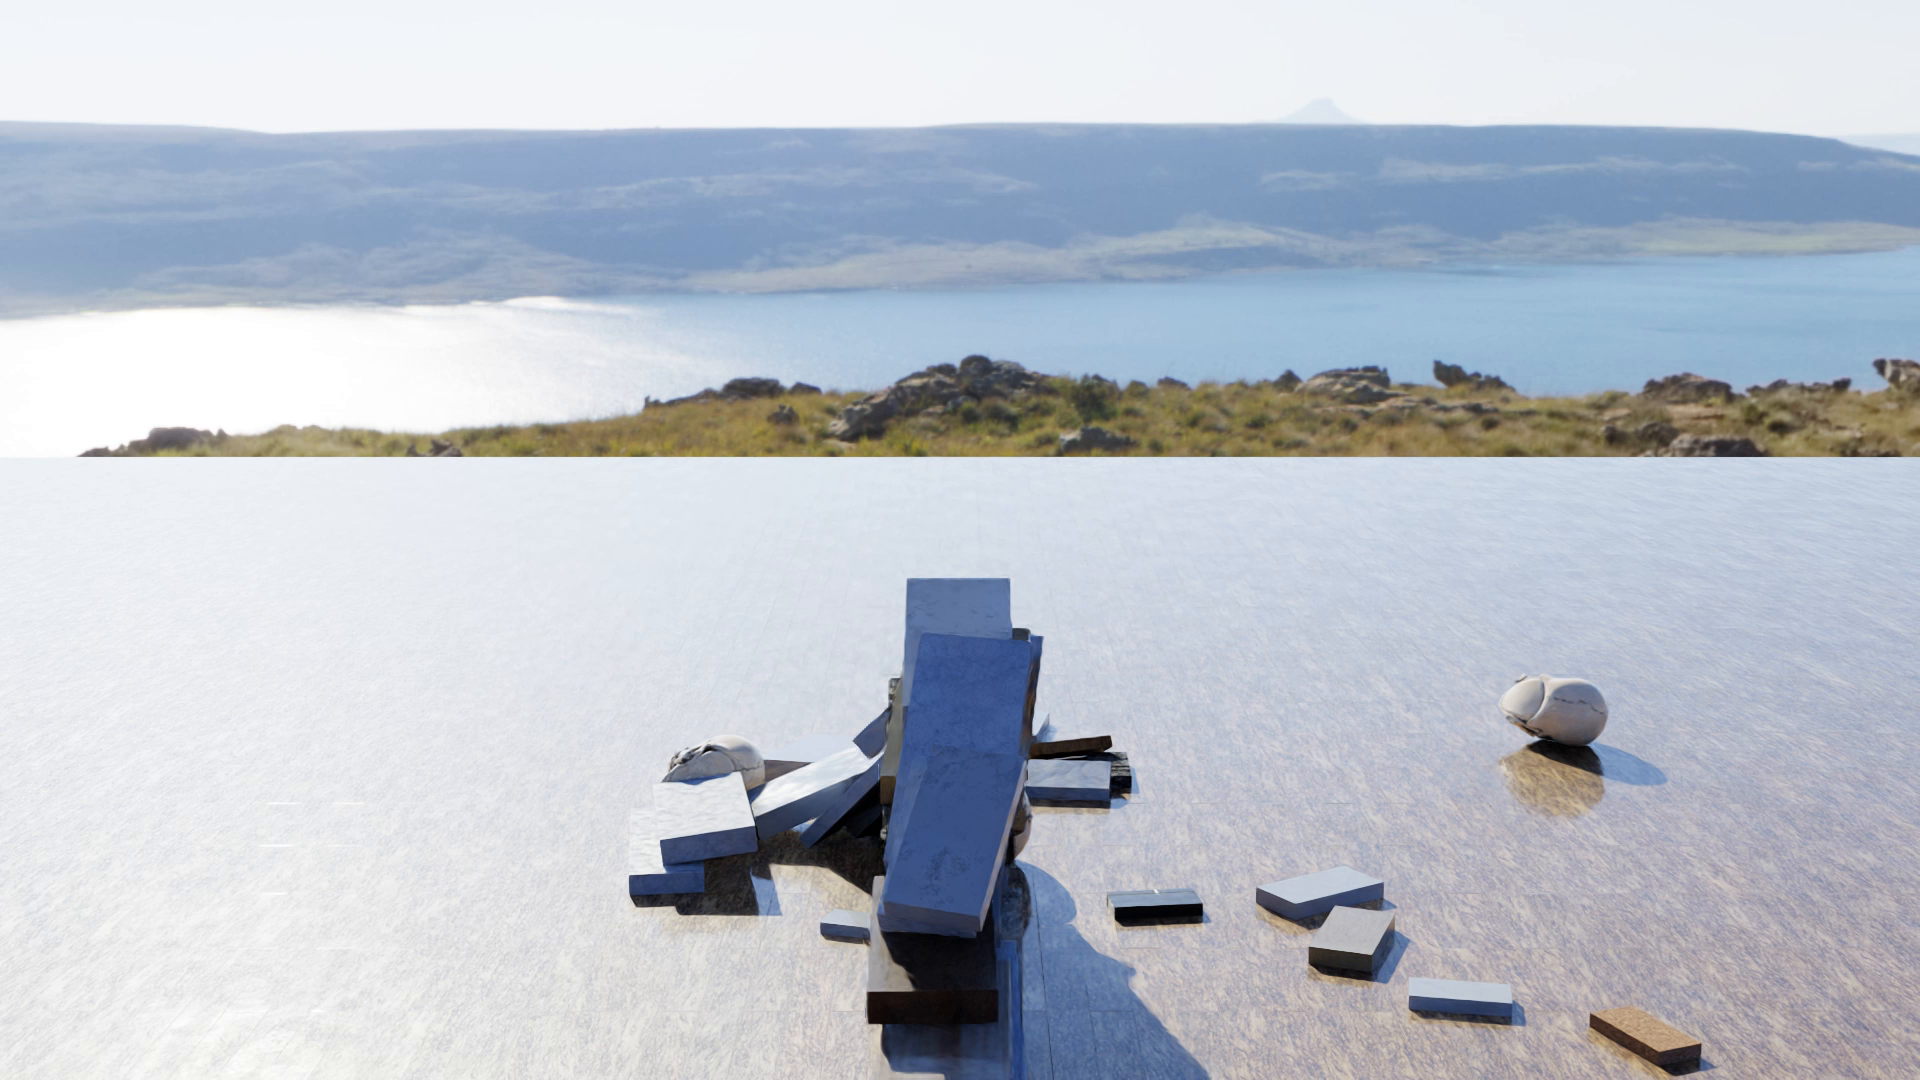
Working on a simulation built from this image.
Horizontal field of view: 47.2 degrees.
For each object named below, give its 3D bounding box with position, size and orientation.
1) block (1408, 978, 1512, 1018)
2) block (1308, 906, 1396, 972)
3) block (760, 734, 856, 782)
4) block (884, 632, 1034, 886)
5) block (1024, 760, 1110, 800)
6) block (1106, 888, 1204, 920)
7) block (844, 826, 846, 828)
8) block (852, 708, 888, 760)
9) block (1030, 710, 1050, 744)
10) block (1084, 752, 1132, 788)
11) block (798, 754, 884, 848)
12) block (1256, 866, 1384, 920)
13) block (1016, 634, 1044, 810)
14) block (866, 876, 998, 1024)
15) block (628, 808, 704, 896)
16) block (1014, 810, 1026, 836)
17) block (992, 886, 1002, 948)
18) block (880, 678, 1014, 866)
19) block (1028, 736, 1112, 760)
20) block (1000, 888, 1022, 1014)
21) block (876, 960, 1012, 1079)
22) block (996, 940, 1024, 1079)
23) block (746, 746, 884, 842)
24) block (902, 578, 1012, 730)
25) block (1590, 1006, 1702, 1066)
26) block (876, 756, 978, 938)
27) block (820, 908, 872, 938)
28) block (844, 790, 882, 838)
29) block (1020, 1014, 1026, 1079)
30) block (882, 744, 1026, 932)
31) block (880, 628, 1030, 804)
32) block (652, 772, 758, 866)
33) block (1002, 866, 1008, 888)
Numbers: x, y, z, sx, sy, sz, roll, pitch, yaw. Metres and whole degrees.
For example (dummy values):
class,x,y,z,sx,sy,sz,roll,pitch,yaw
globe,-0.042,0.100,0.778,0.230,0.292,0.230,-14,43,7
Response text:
class,x,y,z,sx,sy,sz,roll,pitch,yaw
block,0.728,0.666,3.205,0.146,0.021,0.073,2,11,11
block,0.612,0.620,3.430,0.097,0.027,0.194,4,11,21
block,-0.167,0.429,4.237,0.430,0.046,0.162,-1,13,36
block,0.001,0.290,2.958,0.155,0.342,0.044,5,-31,7
block,0.192,0.460,4.224,0.193,0.027,0.096,1,26,6
block,0.317,0.594,3.592,0.146,0.021,0.073,-1,11,-7
block,-0.164,0.508,4.059,0.127,0.018,0.063,-10,14,-42
block,-0.058,0.272,3.751,0.155,0.044,0.310,-44,-7,22
block,0.128,0.397,4.636,0.096,0.027,0.193,2,11,10
block,0.292,0.453,4.342,0.083,0.024,0.166,0,11,1
block,-0.140,0.408,3.820,0.397,0.027,0.097,-46,-12,35
block,0.595,0.582,3.635,0.193,0.027,0.097,-7,12,-32
block,0.026,0.308,3.548,0.177,0.439,0.050,7,46,3
block,-0.035,0.511,2.770,0.155,0.044,0.311,-1,17,0
block,-0.514,0.539,3.845,0.125,0.035,0.368,-1,11,-8
block,0.020,0.469,3.605,0.115,0.033,0.230,12,-19,-12
block,-0.020,0.427,3.043,0.155,0.044,0.328,0,36,2
block,-0.016,0.322,3.103,0.177,0.050,0.355,0,33,1
block,0.214,0.420,4.422,0.167,0.024,0.083,-5,-14,-18
block,0.006,0.572,3.087,0.160,0.045,0.320,0,14,2
block,-0.016,0.599,2.640,0.155,0.044,0.310,1,18,1
block,-0.003,0.617,2.799,0.160,0.045,0.320,0,23,0
block,-0.247,0.449,4.026,0.323,0.046,0.162,-21,13,-17
block,-0.002,0.161,3.170,0.155,0.044,0.310,-1,33,0
block,0.956,0.691,3.070,0.073,0.021,0.146,-4,11,-22
block,-0.021,0.391,2.820,0.123,0.035,0.246,3,48,11
block,-0.150,0.613,3.497,0.130,0.018,0.065,3,11,17
block,-0.083,0.433,3.896,0.035,0.250,0.125,52,18,18
block,0.003,0.666,2.884,0.160,0.045,0.319,0,11,0
block,-0.004,0.374,2.785,0.123,0.035,0.246,7,49,14
block,-0.002,0.246,3.126,0.177,0.050,0.355,3,34,5
block,-0.451,0.486,3.865,0.162,0.046,0.323,-8,12,-9
block,-0.003,0.502,3.312,0.152,0.304,0.043,0,28,0
